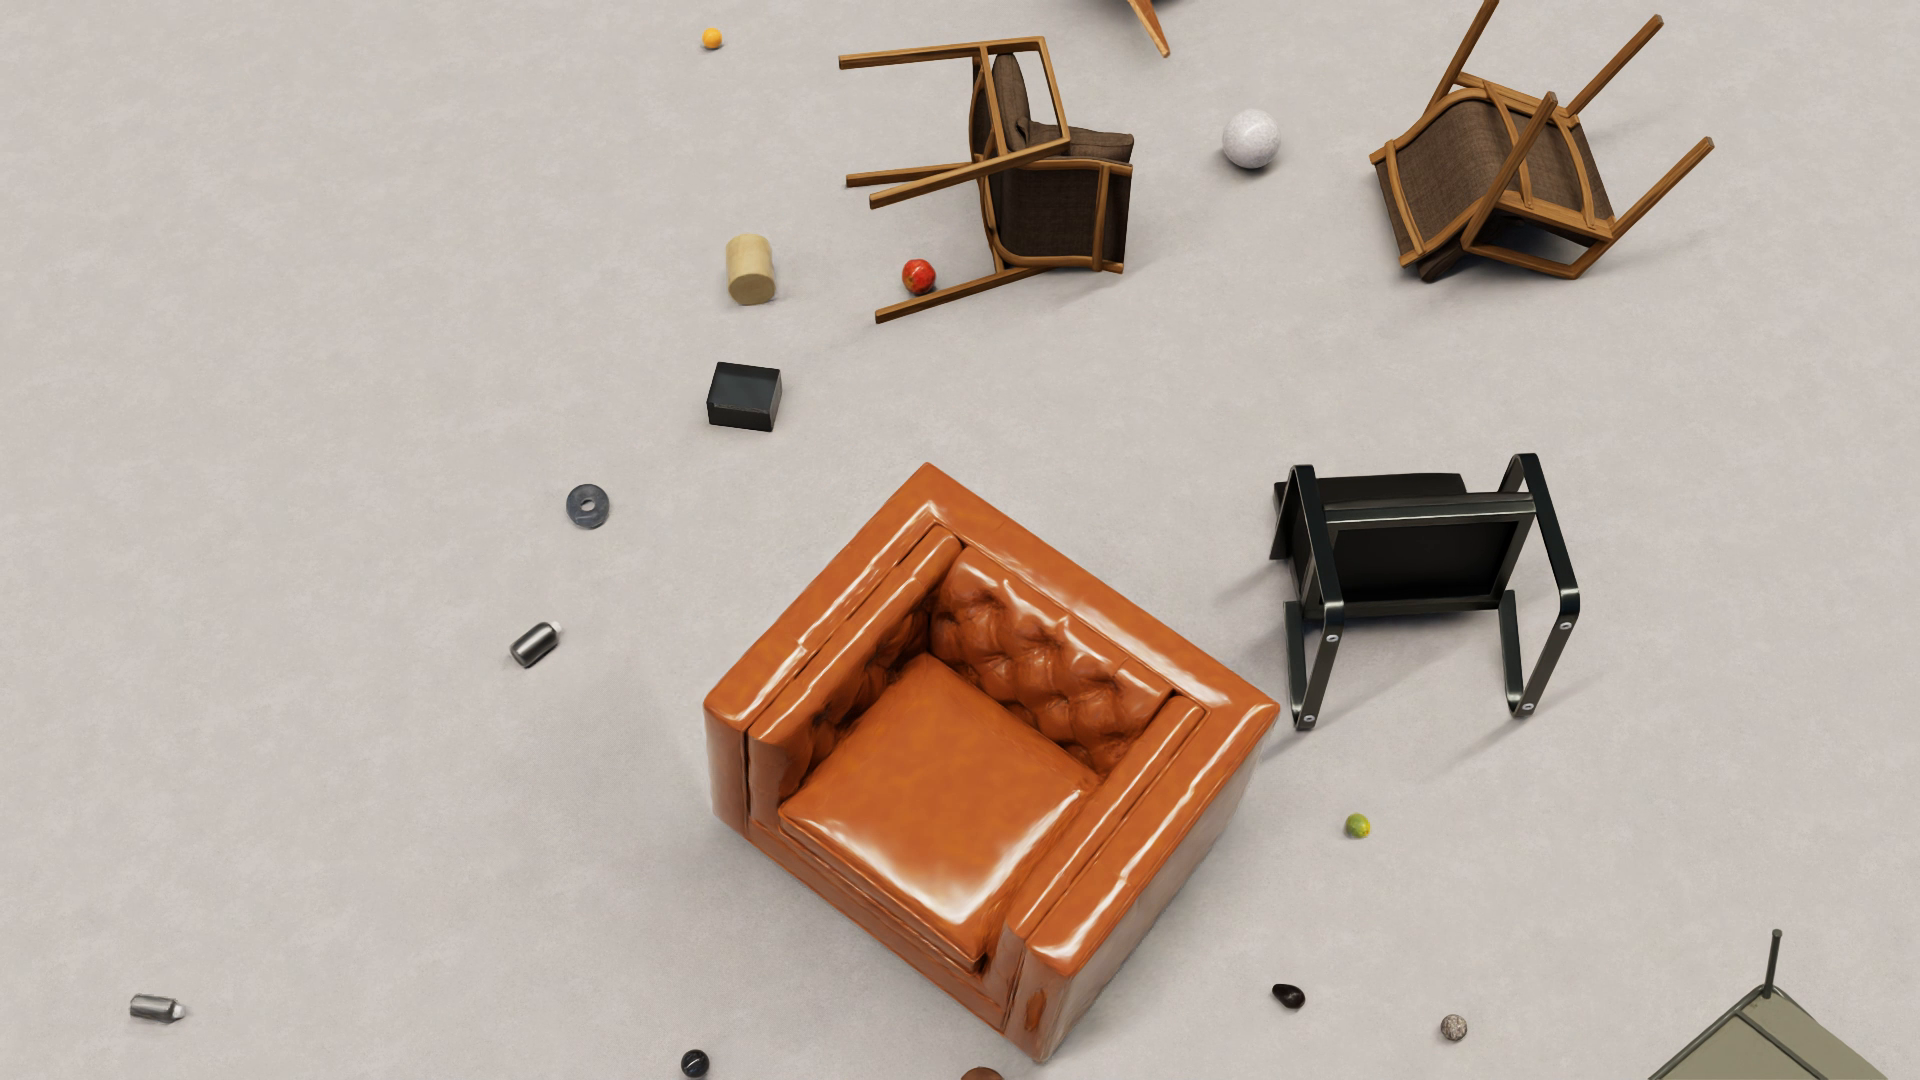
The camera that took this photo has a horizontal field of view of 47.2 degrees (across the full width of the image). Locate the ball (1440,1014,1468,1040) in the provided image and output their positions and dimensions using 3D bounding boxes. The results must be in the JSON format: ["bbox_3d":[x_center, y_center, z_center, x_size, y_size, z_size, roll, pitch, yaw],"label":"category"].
[{"bbox_3d":[1.278,1.261,5.687,0.067,0.067,0.067,0,56,0],"label":"ball"}]

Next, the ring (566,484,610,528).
[{"bbox_3d":[-1.120,-0.104,6.614,0.133,0.050,0.150,-15,58,-8],"label":"ring"}]

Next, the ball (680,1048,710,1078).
[{"bbox_3d":[-0.678,1.341,5.629,0.075,0.075,0.075,0,56,0],"label":"ball"}]

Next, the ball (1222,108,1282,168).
[{"bbox_3d":[0.976,-1.343,7.356,0.198,0.198,0.198,0,56,0],"label":"ball"}]

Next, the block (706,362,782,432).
[{"bbox_3d":[-0.666,-0.443,6.802,0.197,0.114,0.161,8,56,5],"label":"block"}]

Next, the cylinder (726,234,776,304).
[{"bbox_3d":[-0.673,-0.870,7.066,0.147,0.153,0.170,-11,56,3],"label":"cylinder"}]
